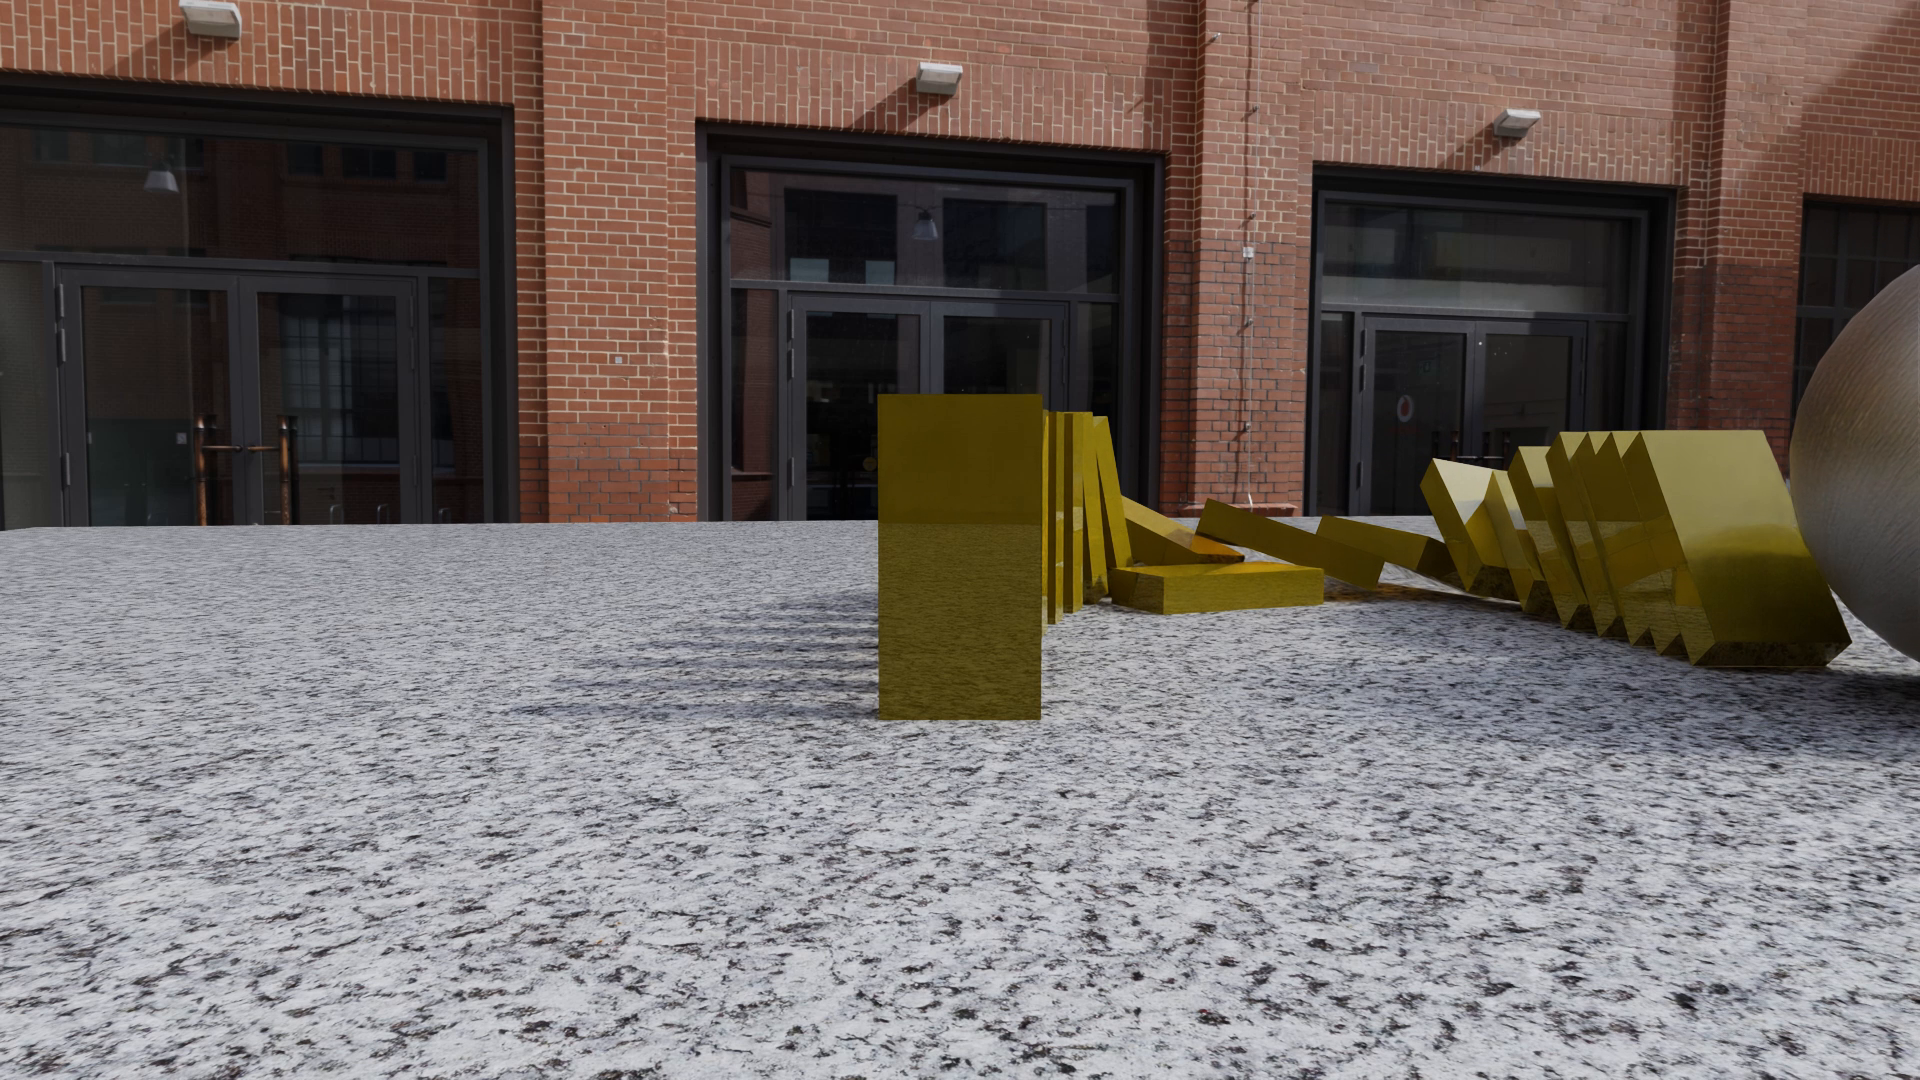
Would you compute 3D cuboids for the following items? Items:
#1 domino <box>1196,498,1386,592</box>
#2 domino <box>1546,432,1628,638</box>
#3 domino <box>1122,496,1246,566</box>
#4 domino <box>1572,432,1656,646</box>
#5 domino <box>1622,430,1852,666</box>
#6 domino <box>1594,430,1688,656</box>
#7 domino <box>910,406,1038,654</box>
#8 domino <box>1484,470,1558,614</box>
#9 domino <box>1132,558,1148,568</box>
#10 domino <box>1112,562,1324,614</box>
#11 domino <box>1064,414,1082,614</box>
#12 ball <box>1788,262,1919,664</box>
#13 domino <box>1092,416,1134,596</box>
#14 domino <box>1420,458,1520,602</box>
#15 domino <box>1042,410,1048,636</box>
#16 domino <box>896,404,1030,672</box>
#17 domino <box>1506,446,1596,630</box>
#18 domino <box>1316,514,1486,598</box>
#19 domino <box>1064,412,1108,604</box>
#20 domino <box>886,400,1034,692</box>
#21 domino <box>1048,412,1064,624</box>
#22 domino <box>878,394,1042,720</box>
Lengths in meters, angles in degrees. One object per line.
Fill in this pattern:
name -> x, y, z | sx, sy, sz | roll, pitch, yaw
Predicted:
domino -> 0.092, 0.002, 0.362 | 0.050, 0.010, 0.025 | 20, 1, 10
domino -> 0.153, -0.002, 0.291 | 0.025, 0.050, 0.010 | 0, -34, 1
domino -> 0.056, -0.001, 0.380 | 0.025, 0.009, 0.050 | 3, 20, -46
domino -> 0.154, -0.001, 0.279 | 0.025, 0.050, 0.009 | 0, -34, 1
domino -> 0.153, 0.001, 0.255 | 0.025, 0.050, 0.009 | 0, -34, 1
domino -> 0.153, 0.000, 0.267 | 0.025, 0.050, 0.009 | 0, -34, 1
domino -> 0.003, -0.002, 0.266 | 0.025, 0.050, 0.009 | 1, 4, 8
domino -> 0.152, 0.000, 0.325 | 0.025, 0.009, 0.050 | 6, 35, 6
domino -> 0.034, 0.009, 0.388 | 0.050, 0.009, 0.025 | 3, 5, 30
domino -> 0.068, 0.012, 0.341 | 0.050, 0.009, 0.025 | -2, 5, -24
domino -> 0.018, -0.007, 0.328 | 0.025, 0.050, 0.009 | 2, 6, 20
ball -> 0.180, -0.013, 0.205 | 0.080, 0.080, 0.080 | 0, 4, 0
domino -> 0.032, -0.009, 0.356 | 0.025, 0.050, 0.010 | 3, 27, 33
domino -> 0.144, -0.003, 0.347 | 0.025, 0.009, 0.050 | 10, 36, -4
domino -> 0.007, -0.004, 0.287 | 0.025, 0.050, 0.010 | 1, 4, 11
domino -> 0.001, -0.001, 0.244 | 0.025, 0.050, 0.009 | 0, 4, 4
domino -> 0.151, -0.001, 0.306 | 0.025, 0.010, 0.050 | 0, 49, 1
domino -> 0.128, 0.004, 0.372 | 0.025, 0.010, 0.050 | 21, 1, -19
domino -> 0.024, -0.009, 0.343 | 0.025, 0.050, 0.009 | 2, 18, 30
domino -> 0.000, 0.001, 0.222 | 0.025, 0.050, 0.010 | 0, 4, 1
domino -> 0.012, -0.006, 0.308 | 0.025, 0.050, 0.009 | 1, 4, 15
domino -> 0.000, 0.002, 0.201 | 0.025, 0.050, 0.009 | 0, 4, 0
